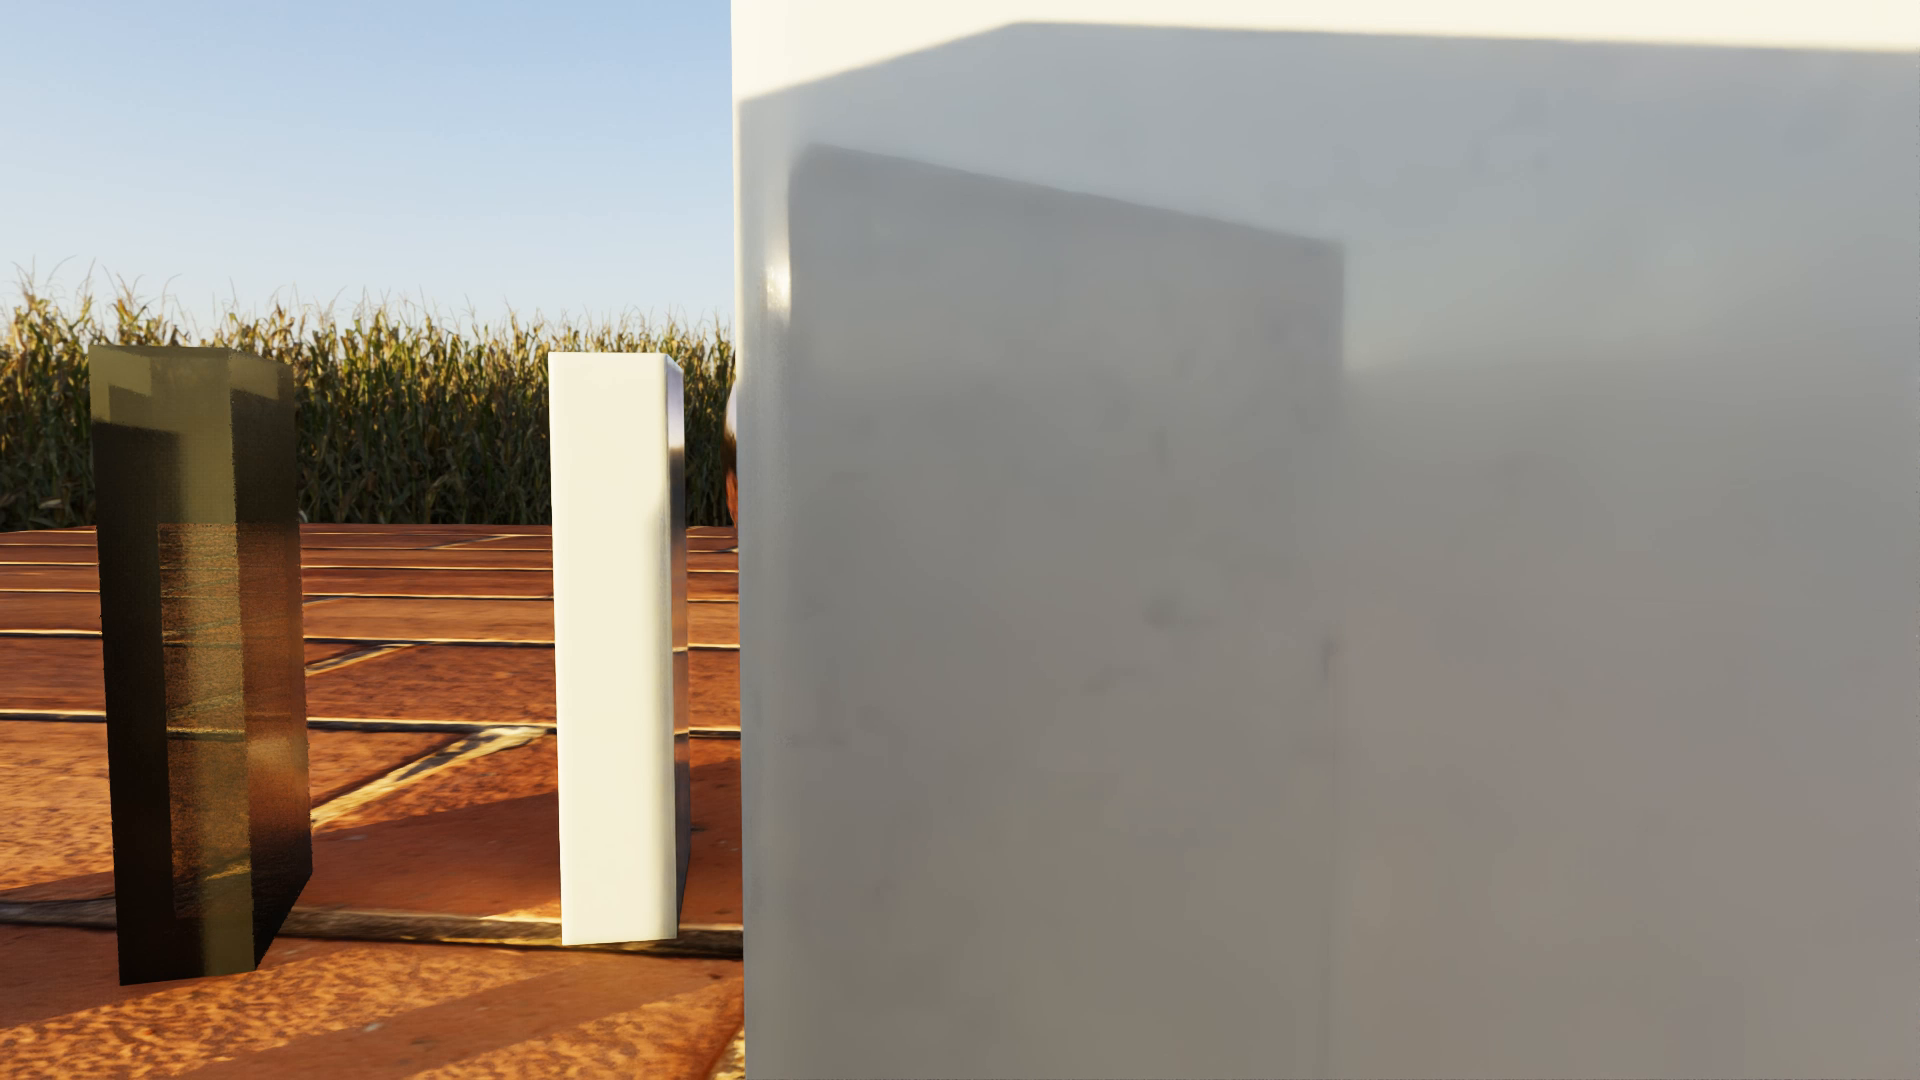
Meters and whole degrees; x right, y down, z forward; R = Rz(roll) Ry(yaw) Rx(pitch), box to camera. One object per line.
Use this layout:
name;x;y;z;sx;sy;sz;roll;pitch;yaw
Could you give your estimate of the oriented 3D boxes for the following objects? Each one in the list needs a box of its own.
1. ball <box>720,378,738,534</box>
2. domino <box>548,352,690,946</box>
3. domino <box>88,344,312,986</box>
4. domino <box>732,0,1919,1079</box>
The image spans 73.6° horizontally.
ball;-0.010;-0.018;0.268;0.080;0.080;0.080;0;4;0
domino;-0.031;0.009;0.120;0.009;0.050;0.025;-1;4;-9
domino;-0.065;0.009;0.112;0.010;0.050;0.025;-1;4;-17
domino;0.010;0.016;0.022;0.025;0.050;0.009;1;4;14
